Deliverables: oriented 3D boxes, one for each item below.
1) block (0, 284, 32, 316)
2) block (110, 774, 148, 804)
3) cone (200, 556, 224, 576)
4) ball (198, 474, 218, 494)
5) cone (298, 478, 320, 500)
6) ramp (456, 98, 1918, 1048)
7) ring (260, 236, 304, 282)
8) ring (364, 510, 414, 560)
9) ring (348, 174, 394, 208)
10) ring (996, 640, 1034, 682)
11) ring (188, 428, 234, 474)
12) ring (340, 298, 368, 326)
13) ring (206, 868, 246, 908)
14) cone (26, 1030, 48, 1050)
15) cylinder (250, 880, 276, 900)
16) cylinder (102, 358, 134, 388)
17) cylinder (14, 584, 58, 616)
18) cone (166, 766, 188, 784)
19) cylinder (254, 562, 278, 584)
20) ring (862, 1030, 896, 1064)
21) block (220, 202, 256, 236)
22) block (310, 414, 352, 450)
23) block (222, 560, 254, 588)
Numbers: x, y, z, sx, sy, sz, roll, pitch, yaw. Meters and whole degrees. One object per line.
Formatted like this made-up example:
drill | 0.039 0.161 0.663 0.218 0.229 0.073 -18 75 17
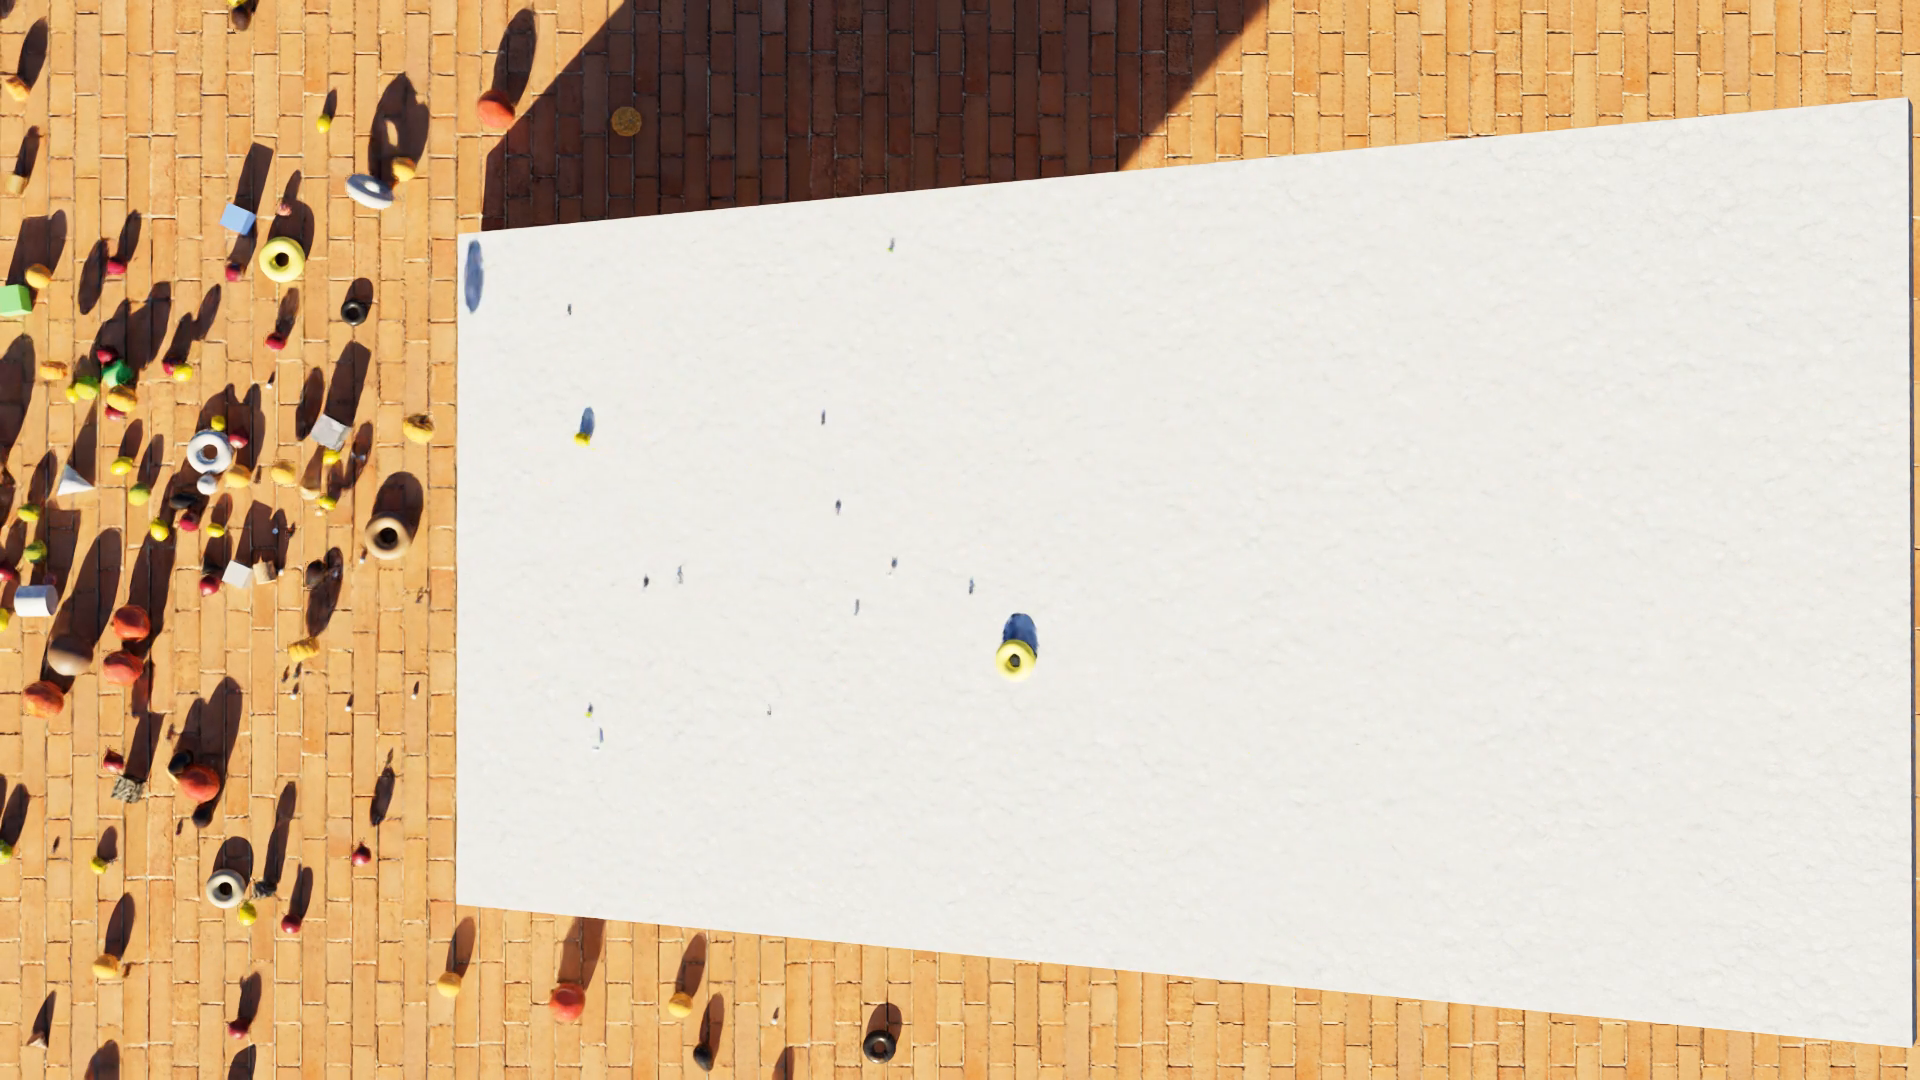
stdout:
block | -2.853 -0.721 6.621 0.077 0.077 0.077 -10 89 0
block | -2.499 0.748 6.611 0.068 0.068 0.068 20 89 0
cone | -2.255 0.083 6.637 0.066 0.066 0.066 9 89 -27
ball | -2.265 -0.167 6.624 0.059 0.059 0.059 0 89 0
cone | -1.968 -0.155 6.619 0.070 0.070 0.070 0 89 0
ramp | 0.273 0.076 5.639 4.000 0.100 2.000 0 89 29
ring | -2.046 -0.847 6.638 0.138 0.046 0.138 0 90 1
ring | -1.721 -0.014 6.628 0.150 0.050 0.150 0 90 -1
ring | -1.768 -1.047 6.599 0.144 0.144 0.048 33 117 0
ring | 0.142 0.309 5.632 0.110 0.037 0.110 0 90 28
ring | -2.260 -0.267 6.632 0.139 0.046 0.139 0 90 -1
ring | -1.831 -0.689 6.645 0.083 0.028 0.083 0 90 1
ring | -2.211 1.049 6.622 0.120 0.040 0.120 0 89 -1
cone | -2.767 1.516 6.624 0.058 0.058 0.058 -31 116 0
cylinder | -2.092 1.052 6.608 0.054 0.054 0.054 0 90 16
cylinder | -2.538 -0.501 6.624 0.066 0.066 0.066 -31 90 0
cylinder | -2.774 0.182 6.604 0.093 0.093 0.093 -1 89 0
cone | -2.352 0.698 6.633 0.056 0.056 0.056 -37 89 -27
cylinder | -2.092 0.098 6.622 0.059 0.059 0.059 -13 89 0
ring | -0.242 1.525 6.620 0.102 0.034 0.102 0 88 0
block | -2.176 -0.966 6.627 0.069 0.069 0.069 23 89 0
block | -1.894 -0.324 6.615 0.080 0.080 0.080 29 89 0
block | -2.169 0.104 6.619 0.065 0.065 0.065 24 89 0
